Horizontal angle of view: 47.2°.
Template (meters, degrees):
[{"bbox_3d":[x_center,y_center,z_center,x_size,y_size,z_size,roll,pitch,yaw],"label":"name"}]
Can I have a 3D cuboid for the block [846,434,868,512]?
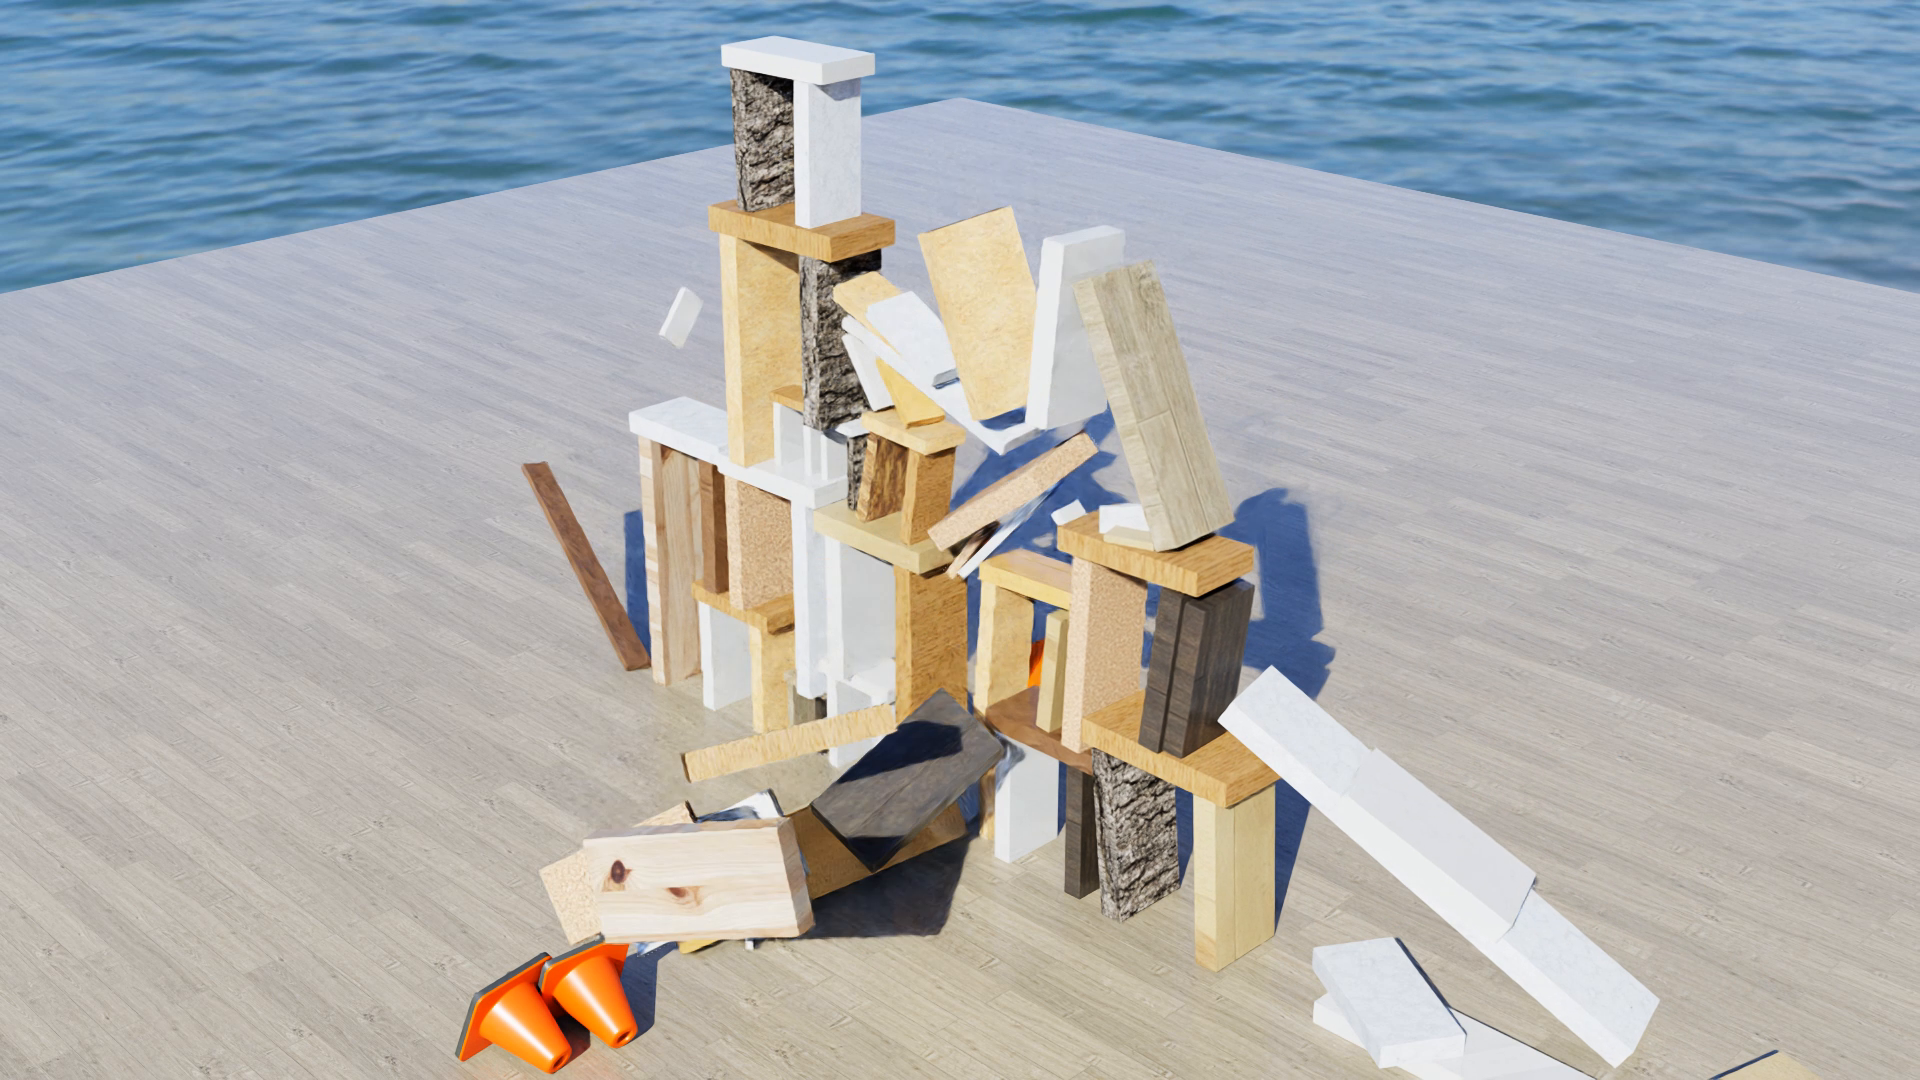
[{"bbox_3d":[-0.196,-0.142,4.380,0.059,0.162,0.017,-21,31,-40],"label":"block"}]

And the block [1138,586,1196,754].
[{"bbox_3d":[0.398,0.207,3.869,0.045,0.315,0.157,26,34,34],"label":"block"}]

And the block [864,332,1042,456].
[{"bbox_3d":[-0.014,-0.293,4.112,0.104,0.030,0.375,-28,57,-37],"label":"block"}]

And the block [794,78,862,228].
[{"bbox_3d":[-0.251,-0.742,4.178,0.039,0.275,0.138,21,31,38],"label":"block"}]

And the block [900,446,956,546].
[{"bbox_3d":[-0.061,-0.093,4.217,0.099,0.197,0.028,-21,40,-40],"label":"block"}]

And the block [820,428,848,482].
[{"bbox_3d":[-0.252,-0.183,4.423,0.017,0.119,0.059,20,30,40],"label":"block"}]

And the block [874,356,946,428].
[{"bbox_3d":[-0.096,-0.291,4.209,0.080,0.023,0.160,-12,63,-26],"label":"block"}]

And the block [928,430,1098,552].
[{"bbox_3d":[0.094,-0.090,4.069,0.167,0.047,0.335,-37,4,-39],"label":"block"}]

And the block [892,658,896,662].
[{"bbox_3d":[-0.203,0.297,4.904,0.124,0.062,0.018,-44,35,-10],"label":"block"}]

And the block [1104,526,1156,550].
[{"bbox_3d":[0.305,-0.003,3.832,0.095,0.014,0.048,11,25,27],"label":"block"}]

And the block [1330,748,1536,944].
[{"bbox_3d":[0.811,0.519,3.763,0.346,0.049,0.173,39,36,8],"label":"block"}]

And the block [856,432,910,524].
[{"bbox_3d":[-0.146,-0.135,4.316,0.099,0.197,0.028,-21,44,-40],"label":"block"}]

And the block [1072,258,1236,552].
[{"bbox_3d":[0.337,-0.235,3.806,0.167,0.483,0.047,-23,7,-42],"label":"block"}]

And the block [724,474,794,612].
[{"bbox_3d":[-0.421,-0.012,4.662,0.149,0.298,0.042,-21,31,-40],"label":"block"}]

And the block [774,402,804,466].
[{"bbox_3d":[-0.350,-0.225,4.504,0.019,0.132,0.066,21,31,39],"label":"block"}]

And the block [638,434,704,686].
[{"bbox_3d":[-0.629,0.031,4.924,0.043,0.597,0.153,21,31,41],"label":"block"}]

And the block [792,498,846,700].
[{"bbox_3d":[-0.274,0.105,4.563,0.149,0.438,0.042,-21,31,-41],"label":"block"}]

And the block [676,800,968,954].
[{"bbox_3d":[-0.274,0.588,4.167,0.647,0.165,0.047,-18,-6,-36],"label":"block"}]

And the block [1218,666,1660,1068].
[{"bbox_3d":[0.828,0.554,3.820,0.877,0.049,0.173,41,36,12],"label":"block"}]

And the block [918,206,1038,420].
[{"bbox_3d":[0.057,-0.407,3.951,0.173,0.346,0.049,-22,12,-27],"label":"block"}]

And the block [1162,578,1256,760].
[{"bbox_3d":[0.435,0.224,3.852,0.042,0.298,0.149,26,34,34],"label":"block"}]

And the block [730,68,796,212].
[{"bbox_3d":[-0.377,-0.790,4.291,0.039,0.275,0.138,18,29,39],"label":"block"}]

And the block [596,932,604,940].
[{"bbox_3d":[-0.567,0.597,3.753,0.037,0.132,0.265,-31,-12,15],"label":"block"}]

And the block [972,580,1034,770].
[{"bbox_3d":[0.083,0.249,4.235,0.034,0.389,0.119,19,24,38],"label":"block"}]

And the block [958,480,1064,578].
[{"bbox_3d":[0.095,-0.023,4.136,0.018,0.288,0.065,48,40,4],"label":"block"}]

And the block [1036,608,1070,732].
[{"bbox_3d":[0.206,0.232,4.099,0.119,0.239,0.034,-21,37,-40],"label":"block"}]

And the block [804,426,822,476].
[{"bbox_3d":[-0.285,-0.202,4.449,0.019,0.132,0.066,21,31,40],"label":"block"}]

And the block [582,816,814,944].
[{"bbox_3d":[-0.408,0.530,3.414,0.356,0.173,0.049,-7,9,26],"label":"block"}]

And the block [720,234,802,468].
[{"bbox_3d":[-0.396,-0.400,4.468,0.049,0.482,0.173,21,31,41],"label":"block"}]

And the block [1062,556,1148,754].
[{"bbox_3d":[0.266,0.188,4.013,0.157,0.386,0.045,-21,34,-40],"label":"block"}]

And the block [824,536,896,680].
[{"bbox_3d":[-0.200,0.116,4.486,0.044,0.308,0.154,21,31,40],"label":"block"}]

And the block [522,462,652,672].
[{"bbox_3d":[-0.887,0.055,5.203,0.062,0.018,0.647,-7,51,-37],"label":"block"}]

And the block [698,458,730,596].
[{"bbox_3d":[-0.483,-0.047,4.733,0.153,0.305,0.043,-21,32,-41],"label":"block"}]

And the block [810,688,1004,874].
[{"bbox_3d":[-0.095,0.439,4.031,0.330,0.047,0.165,-41,69,-18],"label":"block"}]

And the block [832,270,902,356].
[{"bbox_3d":[-0.135,-0.430,4.184,0.104,0.030,0.209,-27,56,-36],"label":"block"}]

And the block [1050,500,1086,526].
[{"bbox_3d":[0.224,-0.005,3.989,0.065,0.130,0.018,-27,-6,-46],"label":"block"}]

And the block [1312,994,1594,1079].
[{"bbox_3d":[0.903,0.888,3.615,0.149,0.042,0.684,-21,31,-40],"label":"block"}]

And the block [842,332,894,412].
[{"bbox_3d":[-0.162,-0.334,4.277,0.080,0.160,0.023,-20,-6,-38],"label":"block"}]

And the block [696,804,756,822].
[{"bbox_3d":[-0.393,0.528,3.733,0.037,0.132,0.265,-29,-9,13],"label":"block"}]

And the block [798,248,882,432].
[{"bbox_3d":[-0.230,-0.403,4.302,0.049,0.346,0.173,20,30,39],"label":"block"}]

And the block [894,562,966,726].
[{"bbox_3d":[-0.057,0.211,4.365,0.154,0.390,0.044,-21,31,-40],"label":"block"}]
